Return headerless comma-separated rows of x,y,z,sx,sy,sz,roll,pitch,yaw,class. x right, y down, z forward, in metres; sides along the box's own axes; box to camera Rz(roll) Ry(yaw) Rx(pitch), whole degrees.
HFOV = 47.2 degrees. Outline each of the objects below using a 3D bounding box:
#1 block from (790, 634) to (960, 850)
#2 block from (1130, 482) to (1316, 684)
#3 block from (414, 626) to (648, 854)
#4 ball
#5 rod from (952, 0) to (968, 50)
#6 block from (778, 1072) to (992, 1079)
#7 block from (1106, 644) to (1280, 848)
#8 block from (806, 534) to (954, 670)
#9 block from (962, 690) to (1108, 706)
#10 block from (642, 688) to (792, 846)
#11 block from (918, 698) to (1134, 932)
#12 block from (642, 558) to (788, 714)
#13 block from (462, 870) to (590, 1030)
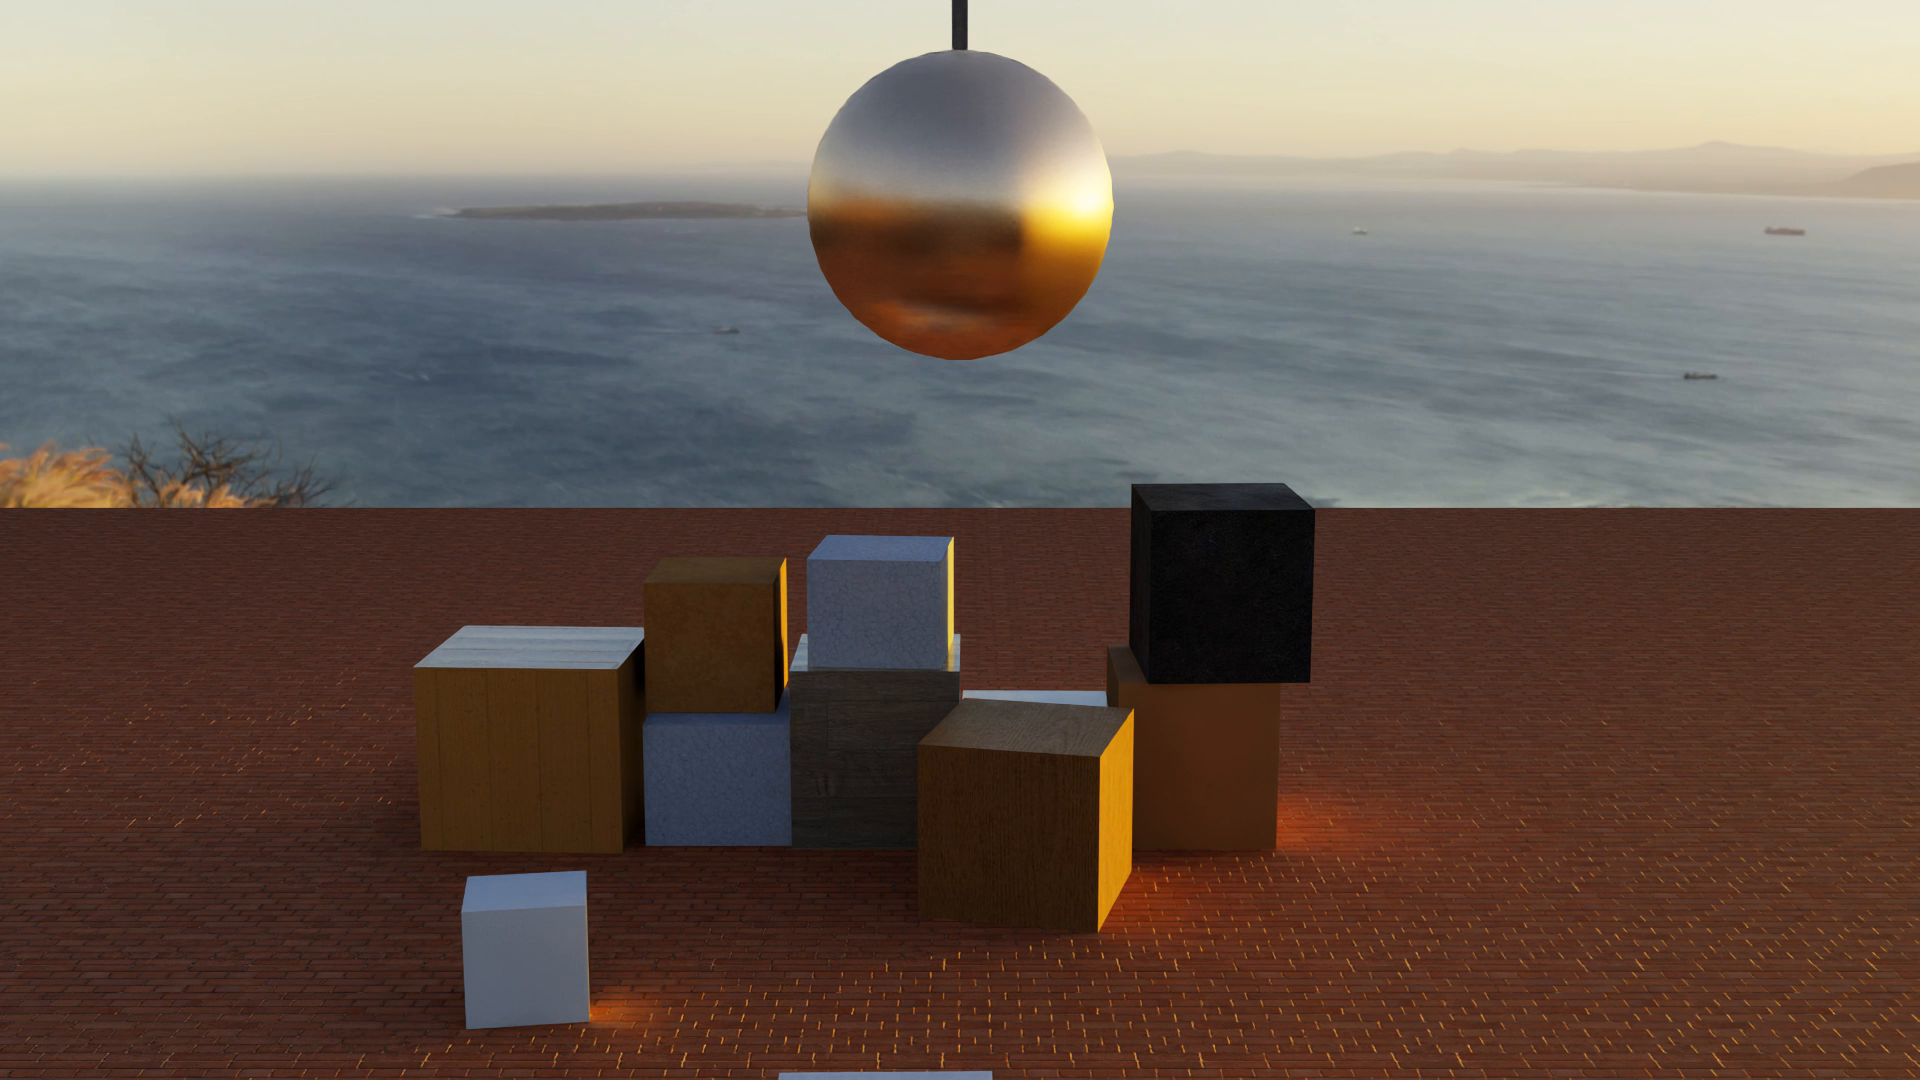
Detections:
-0.421,1.026,11.357,0.841,0.919,0.833,0,10,0,block
1.317,0.205,11.213,0.804,0.869,0.850,0,10,-2,block
-2.167,1.011,11.370,1.016,0.944,0.941,0,10,3,block
0.000,-1.744,11.484,1.600,1.600,1.600,0,10,0,ball
0.000,-5.010,10.538,0.080,5.200,0.080,0,16,0,rod
-0.224,2.036,6.507,0.655,0.666,0.710,0,10,-1,block
1.186,1.052,11.382,0.803,0.858,0.853,0,10,0,block
-0.397,0.307,11.223,0.664,0.544,0.686,1,10,5,block
0.390,1.173,11.422,0.760,0.606,0.774,0,10,1,block
-1.218,1.165,11.401,0.736,0.629,0.755,0,10,0,block
0.321,1.267,10.317,0.839,0.816,0.871,3,11,14,block
-1.265,0.487,11.483,0.657,0.675,0.707,0,10,1,block
-1.770,1.671,9.002,0.487,0.492,0.432,-2,10,-9,block
